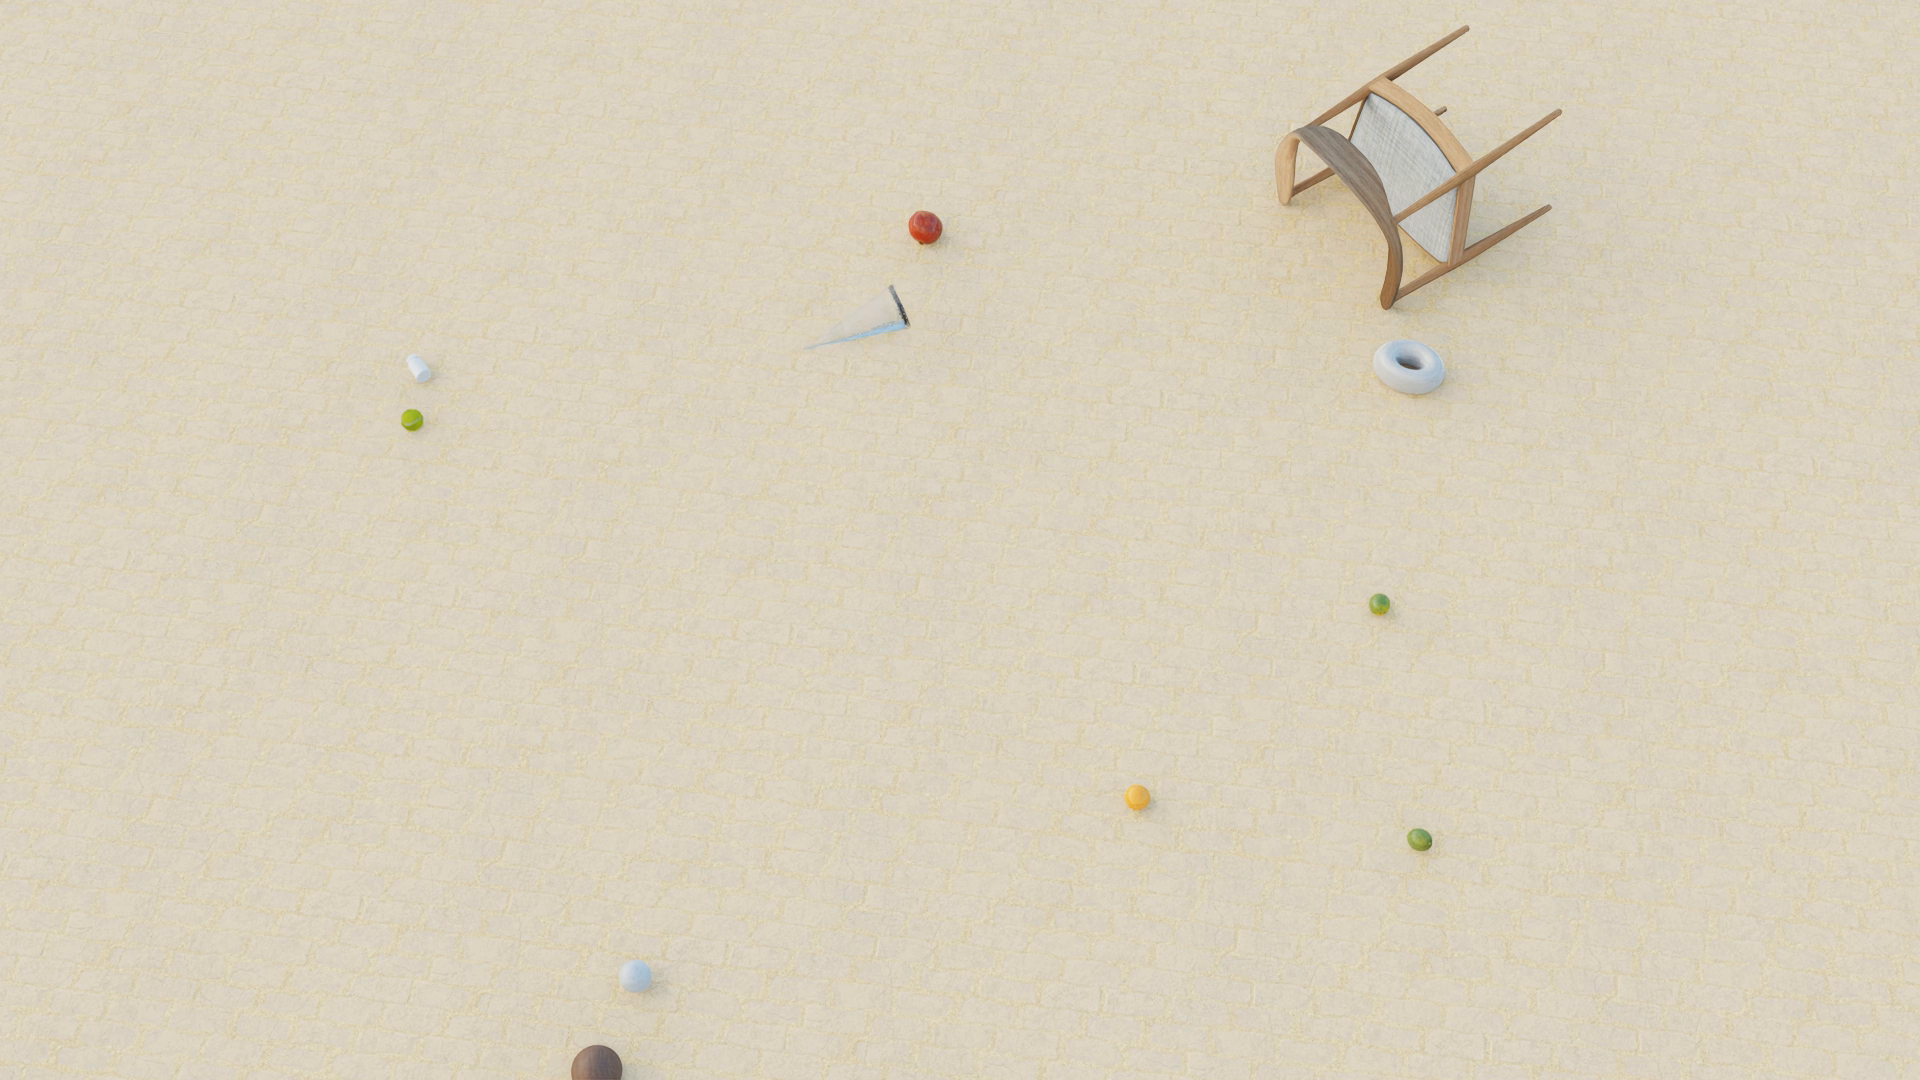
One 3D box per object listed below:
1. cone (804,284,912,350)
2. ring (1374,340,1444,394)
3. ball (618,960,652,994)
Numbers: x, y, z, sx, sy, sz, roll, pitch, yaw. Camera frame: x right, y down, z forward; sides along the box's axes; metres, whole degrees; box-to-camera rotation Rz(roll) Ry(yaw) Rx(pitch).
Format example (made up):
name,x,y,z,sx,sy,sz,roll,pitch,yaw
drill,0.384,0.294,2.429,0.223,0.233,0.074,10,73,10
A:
name,x,y,z,sx,sy,sz,roll,pitch,yaw
cone,-0.344,-0.673,6.984,0.345,0.138,0.162,-24,48,-2
ring,1.404,-0.542,6.877,0.226,0.101,0.170,18,60,10
ball,-0.850,1.141,5.755,0.088,0.088,0.088,0,56,0
